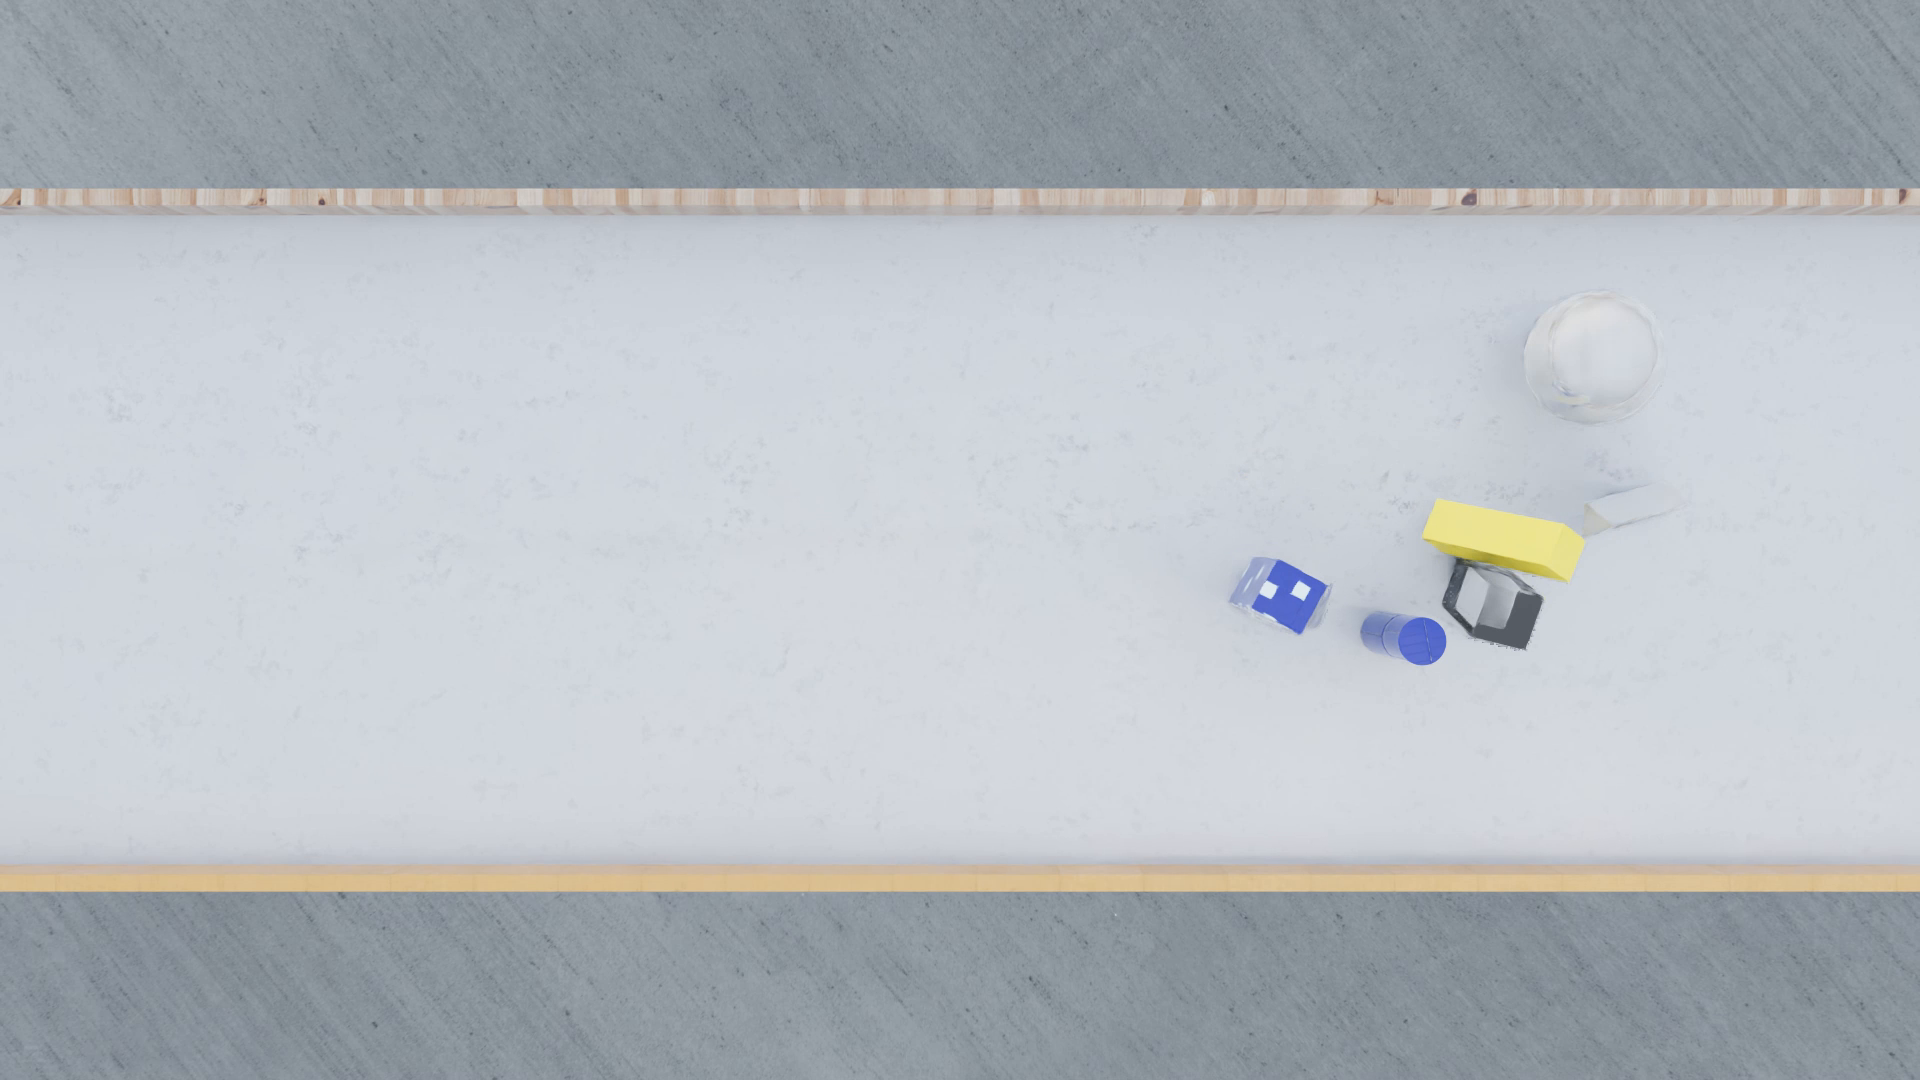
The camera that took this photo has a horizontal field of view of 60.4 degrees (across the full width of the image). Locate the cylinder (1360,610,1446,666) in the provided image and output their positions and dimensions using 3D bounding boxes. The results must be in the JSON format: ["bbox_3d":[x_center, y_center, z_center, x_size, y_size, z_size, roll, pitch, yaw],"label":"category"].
[{"bbox_3d":[1.300,0.285,4.857,0.136,0.439,0.136,0,90,0],"label":"cylinder"}]

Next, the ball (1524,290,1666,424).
[{"bbox_3d":[1.876,-0.538,4.880,0.394,0.394,0.394,0,90,0],"label":"ball"}]

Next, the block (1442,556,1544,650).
[{"bbox_3d":[1.574,0.183,4.892,0.161,0.334,0.161,14,104,-2],"label":"block"}]

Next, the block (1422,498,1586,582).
[{"bbox_3d":[1.594,-0.003,4.857,0.130,0.441,0.130,28,84,-37],"label":"block"}]

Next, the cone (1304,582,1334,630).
[{"bbox_3d":[1.072,0.175,4.914,0.100,0.310,0.100,1,70,-3],"label":"cone"}]

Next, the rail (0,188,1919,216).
[{"bbox_3d":[-2.247,-1.025,5.002,12.000,0.150,0.050,0,90,0],"label":"rail"}]

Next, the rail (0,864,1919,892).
[{"bbox_3d":[-2.247,1.025,5.001,12.000,0.150,0.050,0,90,0],"label":"rail"}]

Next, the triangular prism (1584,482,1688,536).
[{"bbox_3d":[2.024,-0.084,4.930,0.362,0.093,0.108,-13,110,-30],"label":"triangular prism"}]

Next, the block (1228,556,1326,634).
[{"bbox_3d":[0.934,0.161,4.878,0.160,0.396,0.160,29,90,0],"label":"block"}]
